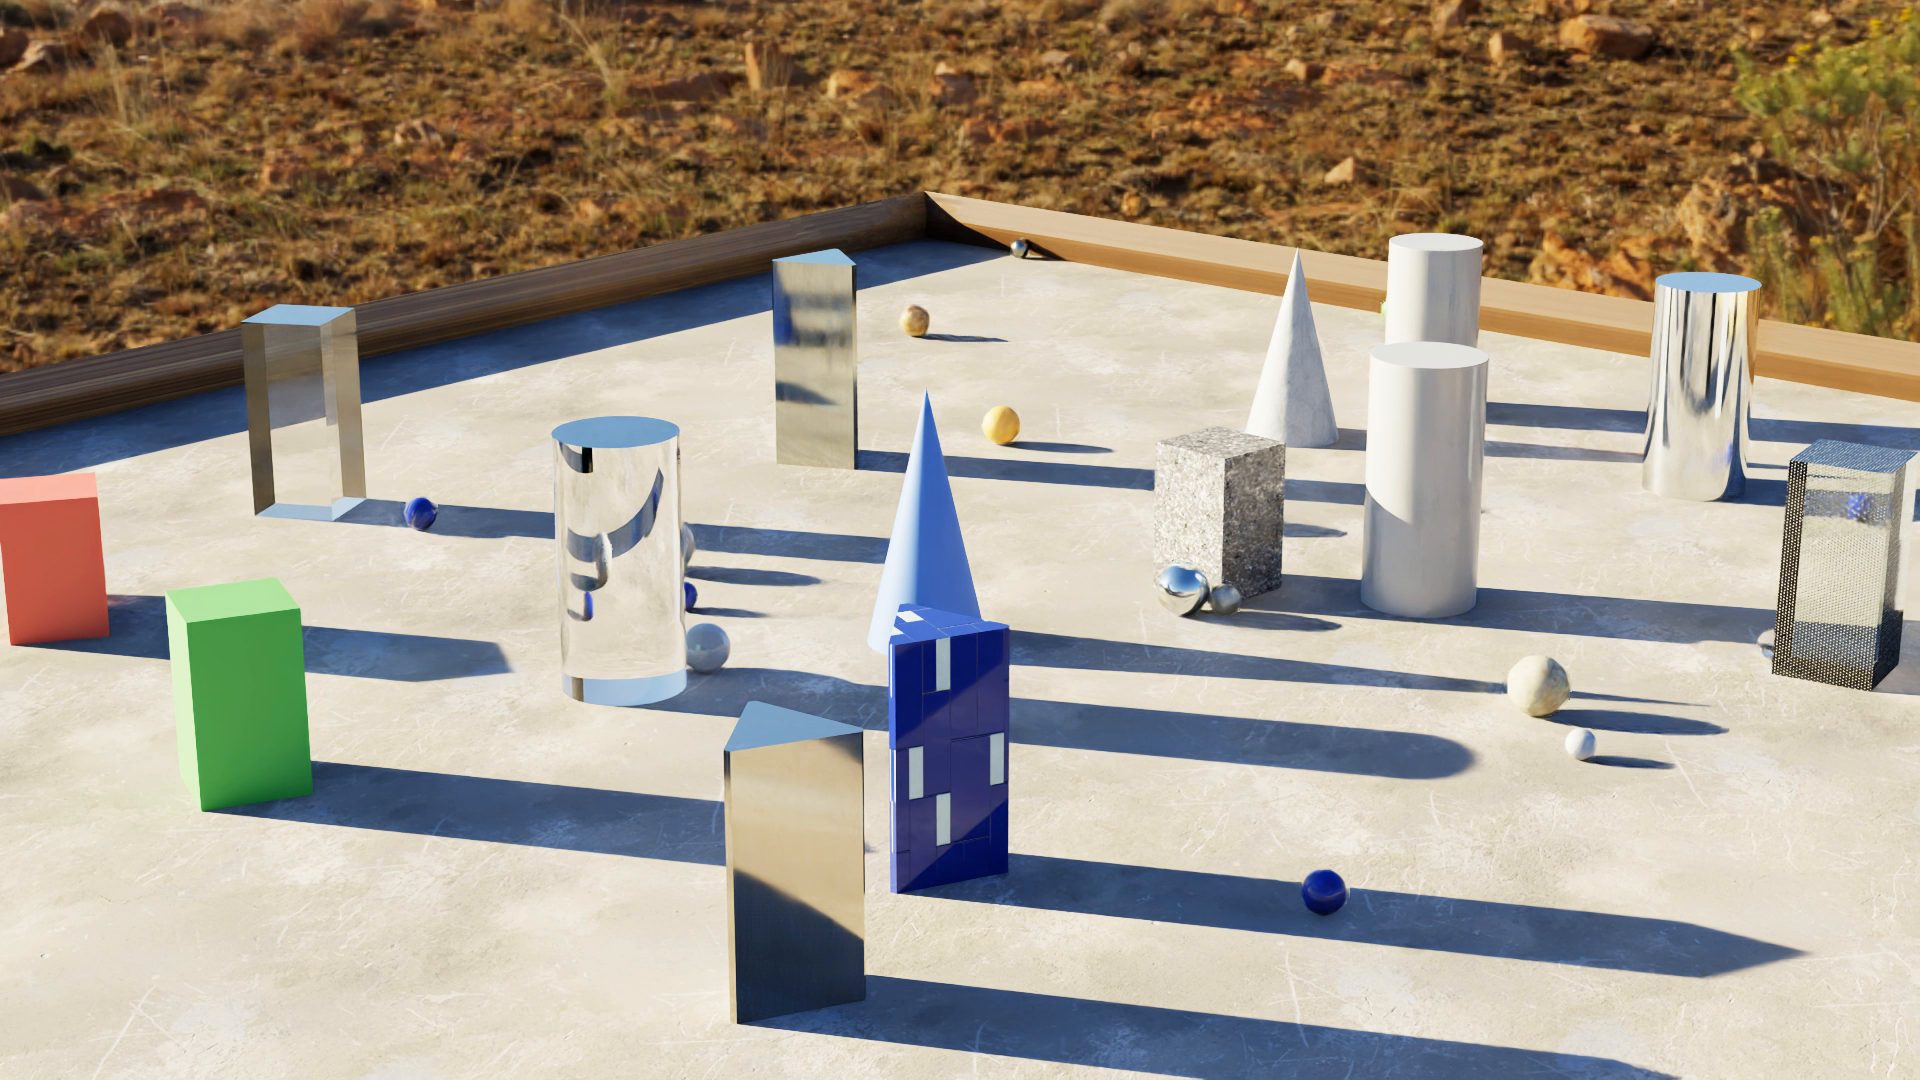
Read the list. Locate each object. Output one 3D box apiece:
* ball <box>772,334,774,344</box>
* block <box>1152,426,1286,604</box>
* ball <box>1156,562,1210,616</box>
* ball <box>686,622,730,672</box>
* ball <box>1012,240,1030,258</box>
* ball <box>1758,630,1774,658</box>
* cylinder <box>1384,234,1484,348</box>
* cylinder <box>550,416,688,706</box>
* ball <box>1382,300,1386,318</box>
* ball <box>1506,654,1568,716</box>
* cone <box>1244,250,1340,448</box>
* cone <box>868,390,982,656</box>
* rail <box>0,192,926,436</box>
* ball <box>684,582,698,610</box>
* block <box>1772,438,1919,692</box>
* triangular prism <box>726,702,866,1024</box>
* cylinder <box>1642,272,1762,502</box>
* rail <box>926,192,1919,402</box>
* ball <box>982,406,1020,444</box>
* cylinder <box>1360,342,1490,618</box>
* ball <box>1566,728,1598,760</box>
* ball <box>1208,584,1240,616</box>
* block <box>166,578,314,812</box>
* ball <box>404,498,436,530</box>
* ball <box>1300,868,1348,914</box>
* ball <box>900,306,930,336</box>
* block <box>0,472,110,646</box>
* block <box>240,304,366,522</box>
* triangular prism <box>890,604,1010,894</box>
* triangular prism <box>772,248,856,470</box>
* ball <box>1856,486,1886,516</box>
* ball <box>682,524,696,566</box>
[{"bbox_3d":[-0.416,-0.474,6.930,0.059,0.059,0.059,0,17,0],"label":"ball"},{"bbox_3d":[0.454,-0.043,5.140,0.160,0.265,0.160,-15,22,-41],"label":"block"},{"bbox_3d":[0.382,0.084,5.020,0.091,0.091,0.091,0,17,0],"label":"ball"},{"bbox_3d":[-0.411,0.174,4.739,0.081,0.081,0.081,0,17,0],"label":"ball"},{"bbox_3d":[0.165,-0.796,8.013,0.050,0.050,0.050,0,17,0],"label":"ball"},{"bbox_3d":[1.331,0.171,4.807,0.046,0.046,0.046,0,17,0],"label":"ball"},{"bbox_3d":[1.023,-0.463,6.353,0.200,0.370,0.200,0,17,0],"label":"cylinder"},{"bbox_3d":[-0.536,0.031,4.628,0.200,0.418,0.200,0,17,0],"label":"cylinder"},{"bbox_3d":[1.073,-0.570,7.241,0.063,0.063,0.063,0,17,0],"label":"ball"},{"bbox_3d":[0.895,0.225,4.544,0.095,0.095,0.095,0,17,0],"label":"ball"},{"bbox_3d":[0.700,-0.413,6.130,0.200,0.403,0.200,0,17,0],"label":"cone"},{"bbox_3d":[-0.055,-0.041,4.837,0.200,0.436,0.200,0,17,0],"label":"cone"},{"bbox_3d":[-1.676,-0.387,6.513,0.045,0.130,4.865,14,22,39],"label":"rail"},{"bbox_3d":[-0.476,0.096,5.052,0.049,0.049,0.049,0,17,0],"label":"ball"},{"bbox_3d":[1.421,0.038,4.709,0.160,0.358,0.160,10,20,31],"label":"block"},{"bbox_3d":[-0.224,0.384,3.574,0.173,0.350,0.150,-7,18,-23],"label":"triangular prism"},{"bbox_3d":[1.451,-0.302,5.743,0.200,0.413,0.200,0,17,0],"label":"cylinder"},{"bbox_3d":[1.579,-0.492,6.861,4.485,0.130,0.045,14,22,39],"label":"rail"},{"bbox_3d":[0.086,-0.240,6.116,0.079,0.079,0.079,0,17,0],"label":"ball"},{"bbox_3d":[0.799,-0.105,5.047,0.200,0.438,0.200,0,17,0],"label":"cylinder"},{"bbox_3d":[0.926,0.303,4.368,0.047,0.047,0.047,0,17,0],"label":"ball"},{"bbox_3d":[0.453,0.101,5.025,0.055,0.055,0.055,0,17,0],"label":"ball"},{"bbox_3d":[-1.041,0.221,4.233,0.160,0.283,0.160,-8,18,-24],"label":"block"},{"bbox_3d":[-1.015,-0.050,5.517,0.061,0.061,0.061,0,17,0],"label":"ball"},{"bbox_3d":[0.475,0.459,3.828,0.060,0.060,0.060,0,17,0],"label":"ball"},{"bbox_3d":[-0.109,-0.530,7.086,0.075,0.075,0.075,0,17,0],"label":"ball"},{"bbox_3d":[-1.526,0.030,4.935,0.160,0.244,0.160,-5,18,-17],"label":"block"},{"bbox_3d":[-1.254,-0.245,5.612,0.160,0.380,0.160,4,17,12],"label":"block"},{"bbox_3d":[-0.044,0.272,3.948,0.173,0.349,0.150,-8,18,-25],"label":"triangular prism"},{"bbox_3d":[-0.272,-0.371,5.962,0.173,0.420,0.150,5,17,15],"label":"triangular prism"},{"bbox_3d":[1.742,-0.075,5.607,0.058,0.058,0.058,0,17,0],"label":"ball"},{"bbox_3d":[-0.522,0.009,5.263,0.094,0.094,0.094,0,17,0],"label":"ball"}]
